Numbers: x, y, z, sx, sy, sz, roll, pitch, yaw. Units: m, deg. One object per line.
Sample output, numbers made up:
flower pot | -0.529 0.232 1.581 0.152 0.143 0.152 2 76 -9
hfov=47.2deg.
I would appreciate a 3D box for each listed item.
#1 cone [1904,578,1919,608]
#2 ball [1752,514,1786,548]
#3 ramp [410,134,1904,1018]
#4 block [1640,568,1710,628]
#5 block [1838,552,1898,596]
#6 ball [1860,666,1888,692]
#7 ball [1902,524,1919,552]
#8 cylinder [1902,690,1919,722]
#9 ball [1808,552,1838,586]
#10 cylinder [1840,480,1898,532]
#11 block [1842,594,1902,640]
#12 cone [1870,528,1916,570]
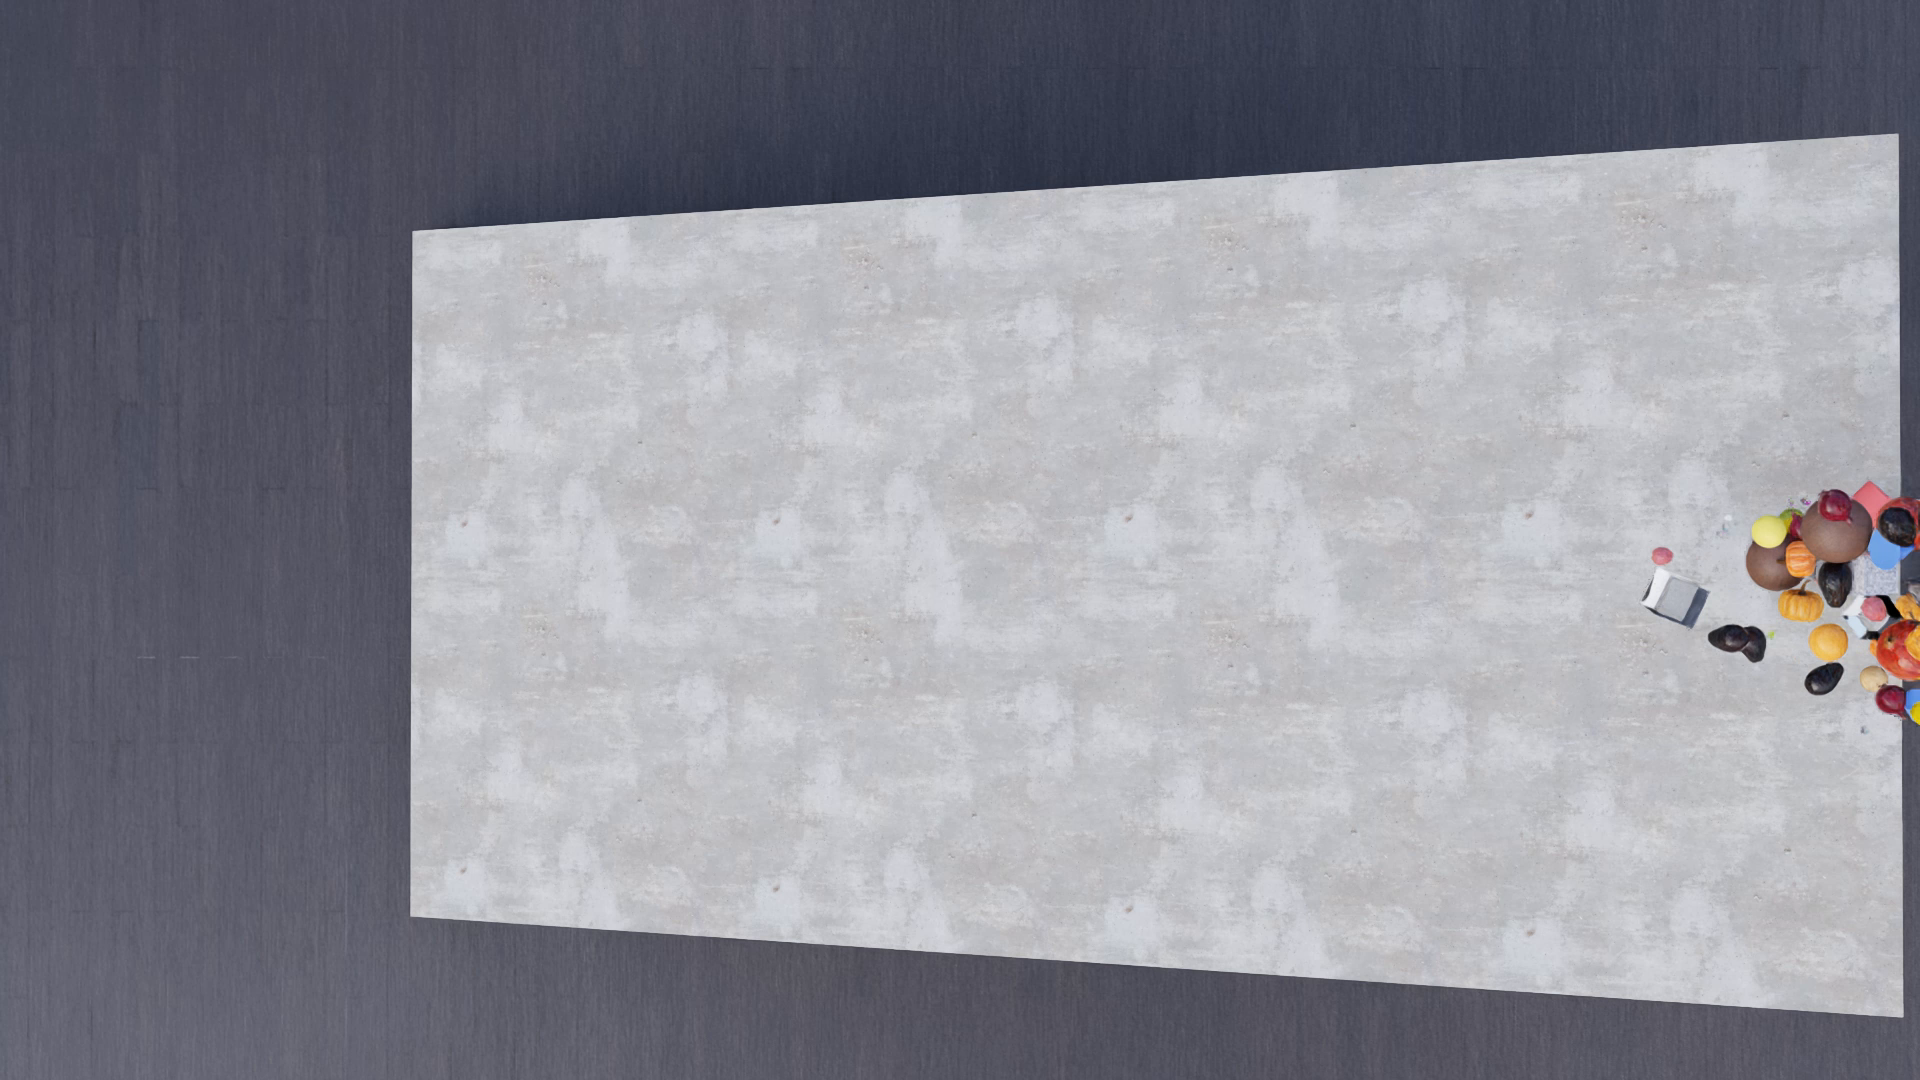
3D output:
cone | 1.689 0.096 3.873 0.051 0.051 0.051 -5 98 0
ball | 1.645 -0.017 4.471 0.067 0.067 0.067 0 89 0
ramp | 0.282 0.088 5.745 4.000 0.100 2.000 0 89 21
block | 1.608 0.130 4.945 0.092 0.092 0.092 20 102 -10
block | 1.749 0.065 4.237 0.076 0.076 0.076 -3 94 -16
ball | 2.037 0.309 4.902 0.059 0.059 0.059 0 89 0
ball | 2.018 -0.005 4.639 0.058 0.058 0.058 0 89 0
cylinder | 1.967 0.341 4.513 0.051 0.051 0.051 -47 126 -1
ball | 1.855 0.062 4.704 0.073 0.073 0.073 0 89 0
cylinder | 1.993 -0.073 4.820 0.082 0.082 0.082 42 110 0
block | 1.763 0.148 4.246 0.064 0.064 0.064 -45 106 -14
cone | 1.759 0.014 4.111 0.078 0.078 0.078 -5 89 -21
